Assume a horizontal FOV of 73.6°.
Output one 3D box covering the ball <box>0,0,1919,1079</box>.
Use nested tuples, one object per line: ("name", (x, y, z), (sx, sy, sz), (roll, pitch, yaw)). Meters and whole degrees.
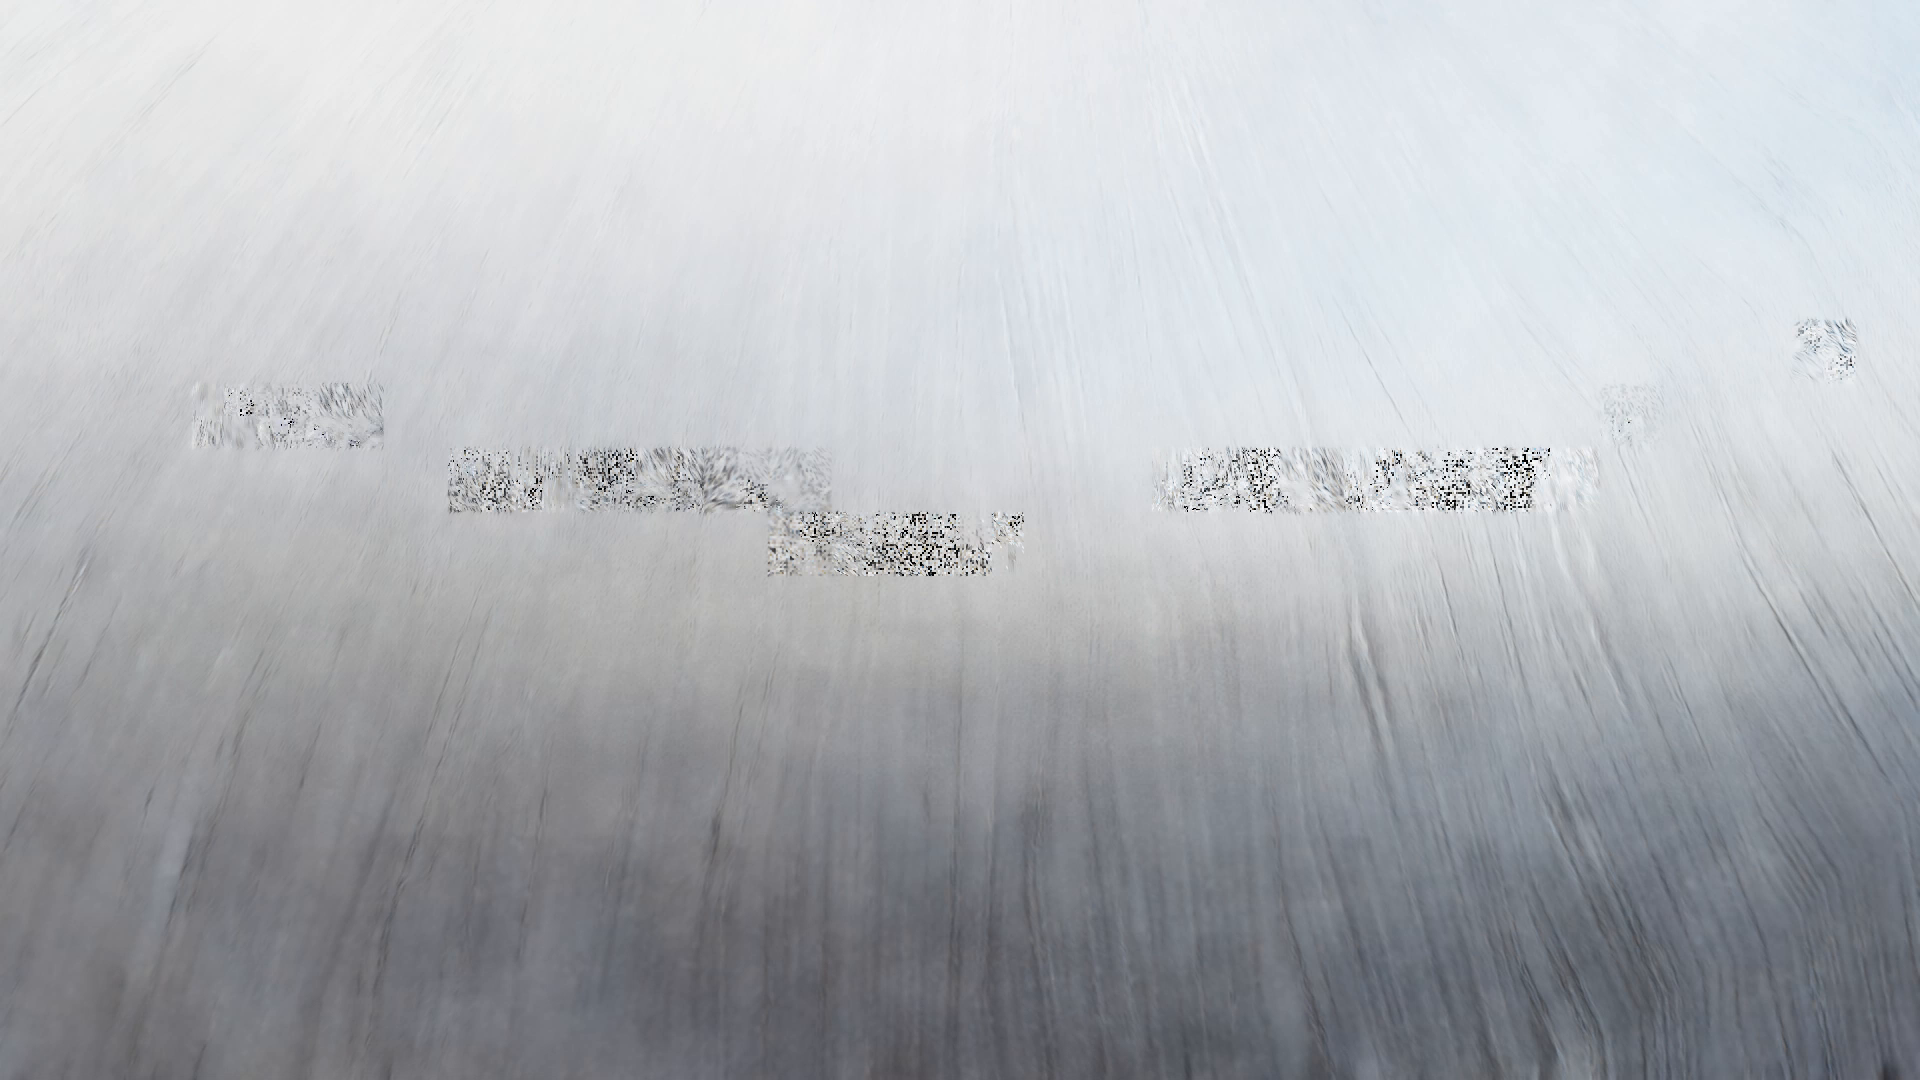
("ball", (0.000, -0.002, 0.056), (0.080, 0.080, 0.080), (0, 4, 0))
